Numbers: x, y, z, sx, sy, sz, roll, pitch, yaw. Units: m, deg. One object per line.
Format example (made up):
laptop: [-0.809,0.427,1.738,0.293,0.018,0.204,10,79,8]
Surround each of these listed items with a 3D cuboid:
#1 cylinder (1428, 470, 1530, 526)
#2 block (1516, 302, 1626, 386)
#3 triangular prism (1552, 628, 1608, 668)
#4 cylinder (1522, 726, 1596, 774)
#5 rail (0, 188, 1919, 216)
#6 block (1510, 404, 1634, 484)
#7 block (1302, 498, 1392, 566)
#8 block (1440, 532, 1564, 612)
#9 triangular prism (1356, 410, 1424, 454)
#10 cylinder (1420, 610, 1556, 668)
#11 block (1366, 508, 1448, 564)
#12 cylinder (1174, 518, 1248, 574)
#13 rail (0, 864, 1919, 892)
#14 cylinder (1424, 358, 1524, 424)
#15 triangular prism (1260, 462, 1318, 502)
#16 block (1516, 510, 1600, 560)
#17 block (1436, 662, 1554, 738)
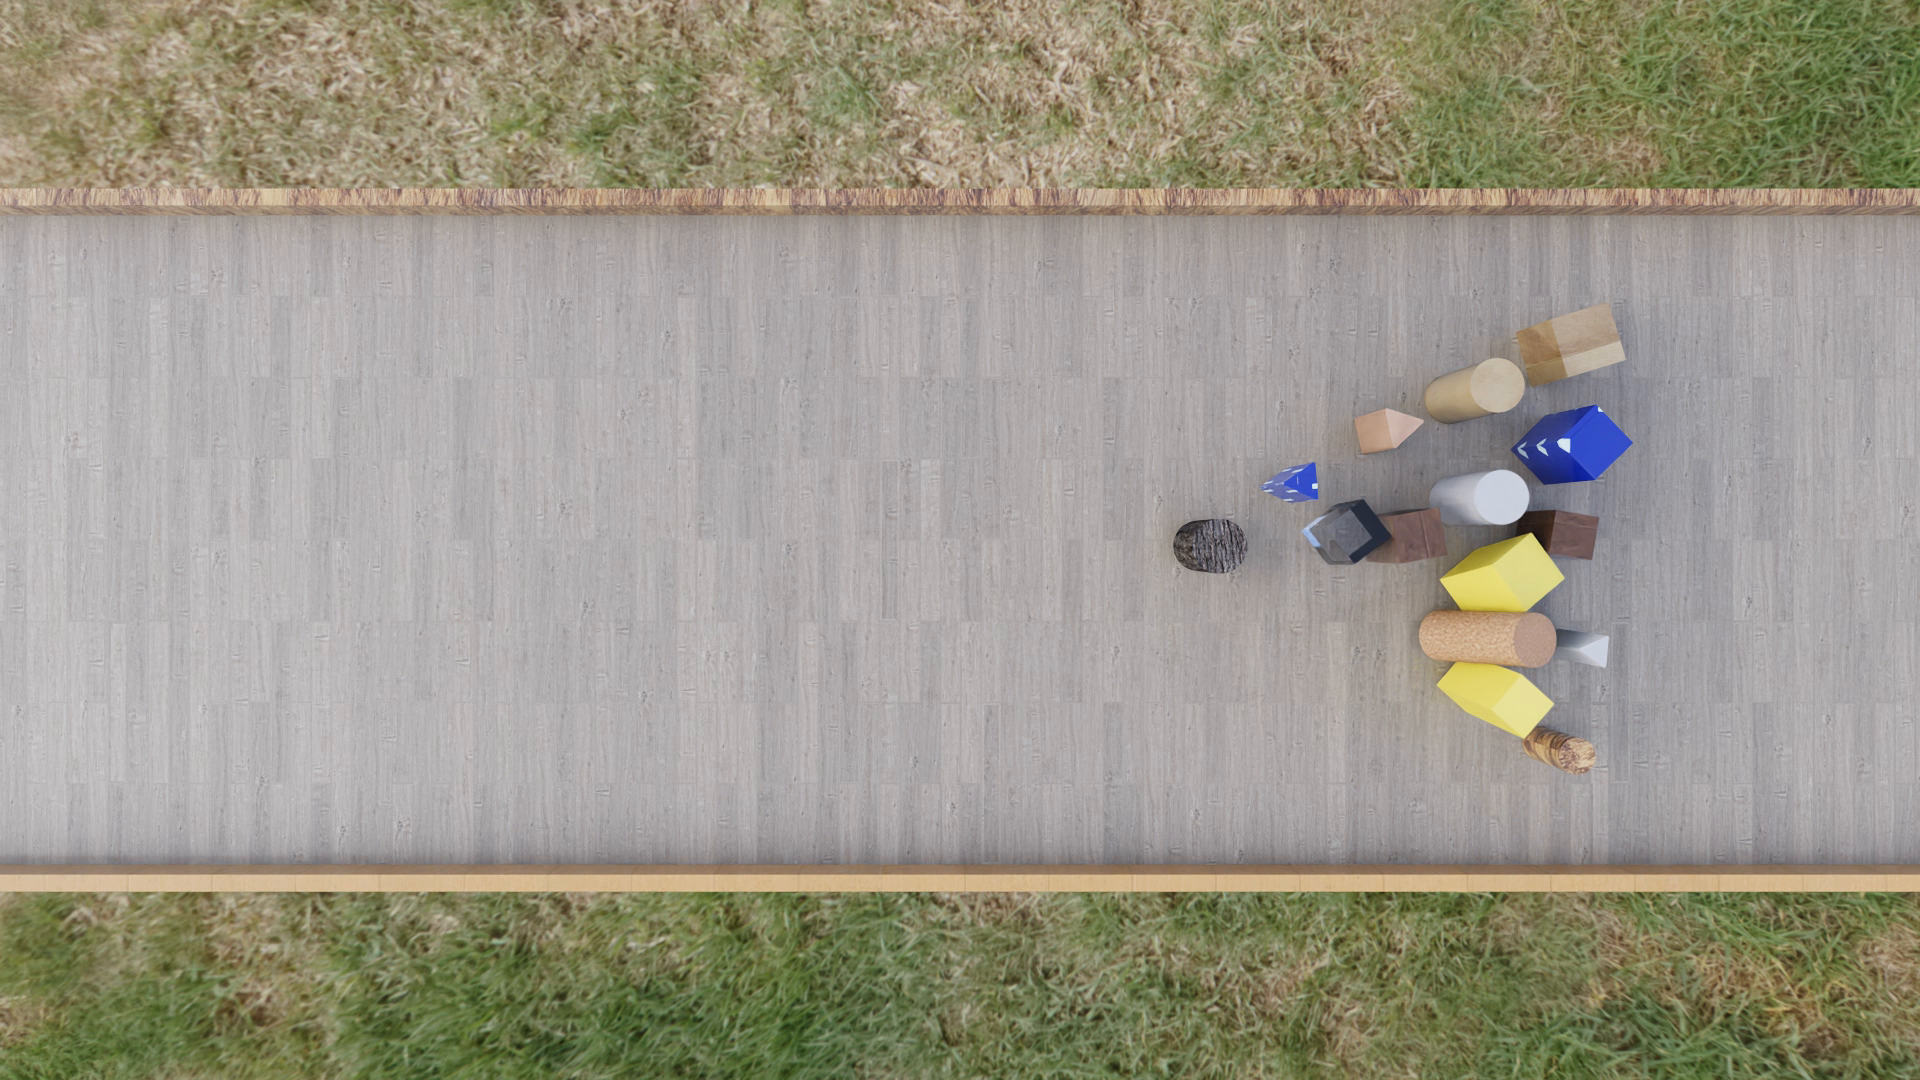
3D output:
cylinder: [1.520,-0.121,4.851,0.154,0.451,0.154,0,90,0]
block: [1.819,-0.580,4.925,0.176,0.302,0.176,-17,90,0]
triangular prism: [1.821,0.305,4.884,0.089,0.386,0.077,36,90,0]
cylinder: [1.783,0.625,4.921,0.107,0.312,0.107,0,90,0]
rail: [-2.247,-1.025,5.002,12.000,0.150,0.050,0,90,0]
block: [1.800,-0.277,4.874,0.151,0.404,0.151,-44,90,0]
block: [1.142,-0.020,4.894,0.134,0.361,0.134,-37,89,0]
block: [1.609,0.116,4.908,0.165,0.303,0.165,-36,90,-16]
triangular prism: [1.250,-0.338,4.895,0.115,0.363,0.099,-42,90,0]
cylinder: [1.548,0.287,4.856,0.155,0.413,0.155,0,89,-23]
block: [1.306,-0.013,4.879,0.137,0.395,0.137,-10,90,0]
cylinder: [0.734,0.018,4.867,0.156,0.419,0.156,0,90,0]
rail: [-2.247,1.025,5.001,12.000,0.150,0.050,0,90,0]
cylinder: [1.505,-0.433,4.848,0.153,0.456,0.153,0,90,0]
triangular prism: [0.989,-0.179,4.885,0.106,0.382,0.092,25,90,0]
block: [1.775,-0.014,4.921,0.127,0.310,0.127,9,90,0]
block: [1.572,0.455,4.865,0.131,0.409,0.131,41,90,-7]
